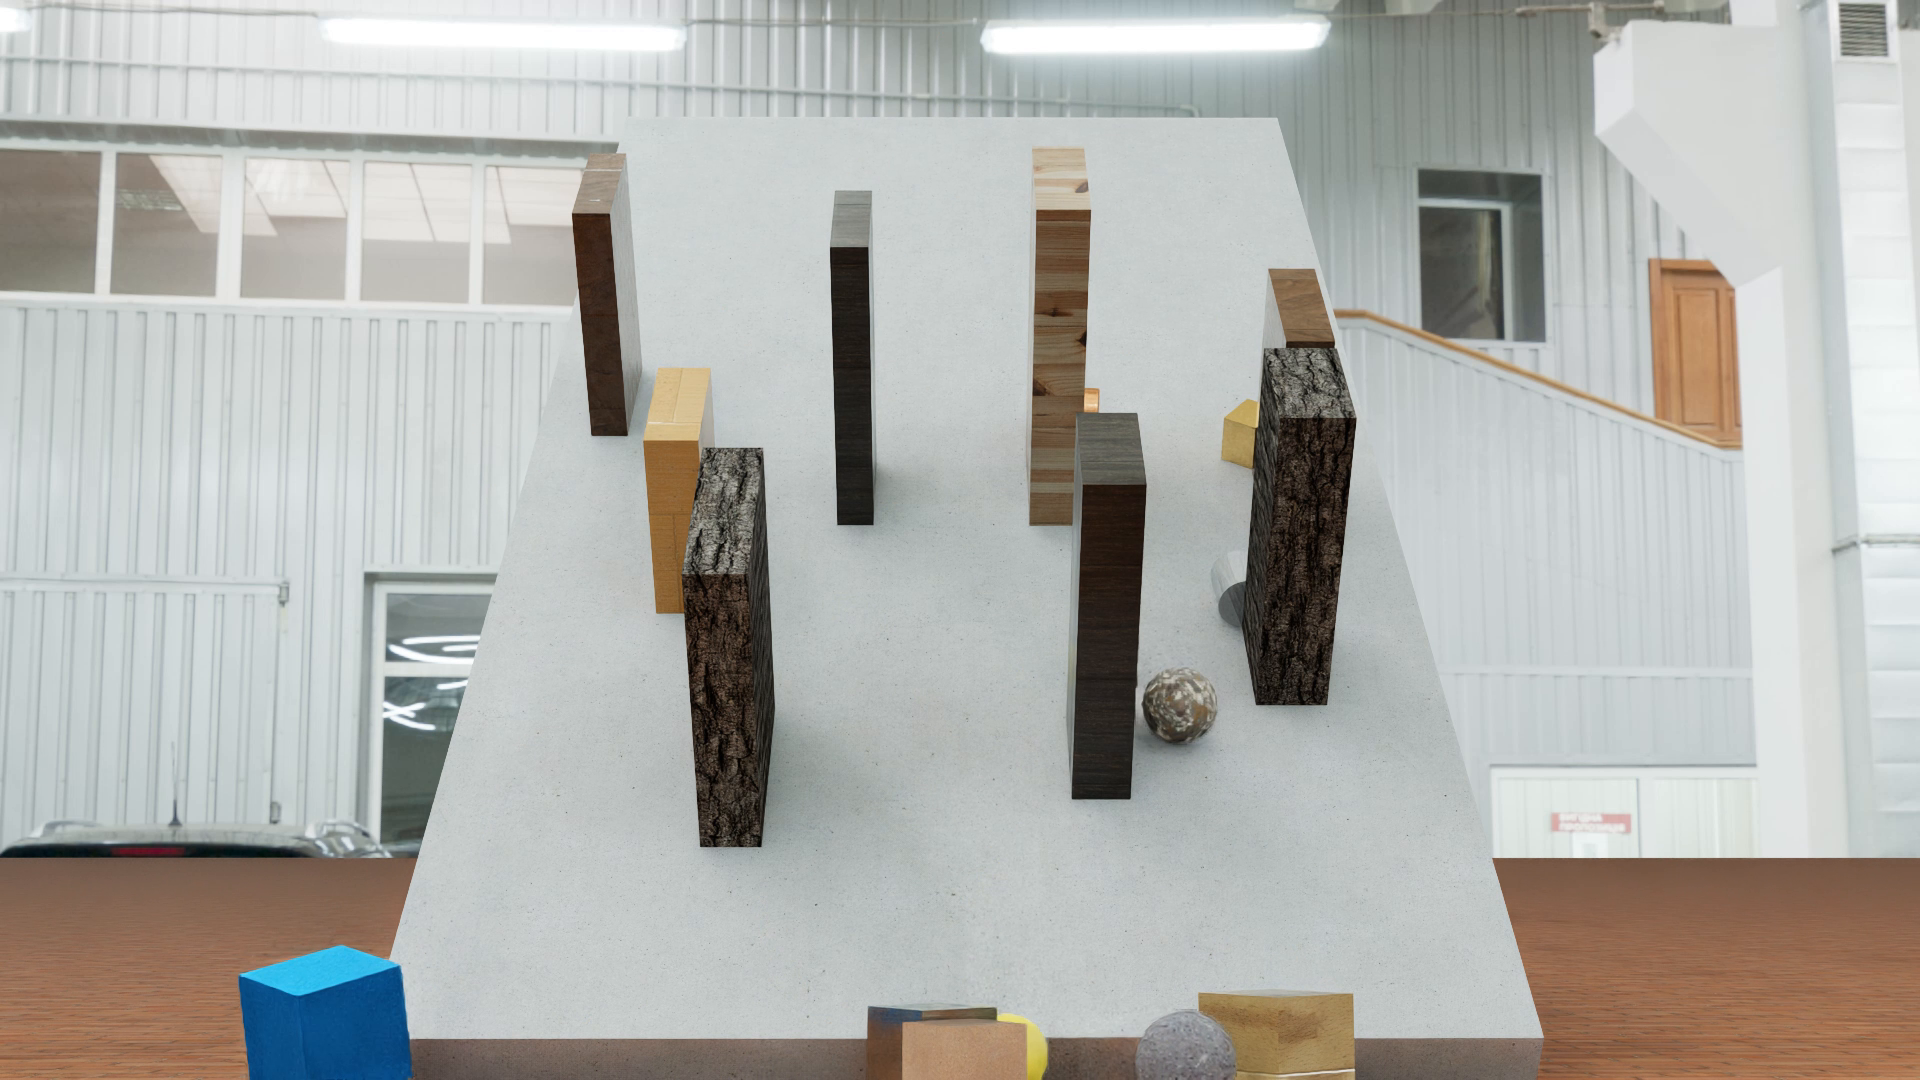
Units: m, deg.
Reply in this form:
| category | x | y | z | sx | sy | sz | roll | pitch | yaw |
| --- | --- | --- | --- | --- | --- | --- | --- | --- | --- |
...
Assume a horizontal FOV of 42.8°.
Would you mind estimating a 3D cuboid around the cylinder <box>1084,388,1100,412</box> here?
| category | x | y | z | sx | sy | sz | roll | pitch | yaw |
| --- | --- | --- | --- | --- | --- | --- | --- | --- | --- |
| cylinder | 0.263 | -0.300 | 5.849 | 0.131 | 0.131 | 0.131 | 3 | -7 | 5 |

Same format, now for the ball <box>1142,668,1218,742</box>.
| category | x | y | z | sx | sy | sz | roll | pitch | yaw |
| --- | --- | --- | --- | --- | --- | --- | --- | --- | --- |
| ball | 0.435 | 0.326 | 4.848 | 0.150 | 0.150 | 0.150 | 0 | -7 | 0 |

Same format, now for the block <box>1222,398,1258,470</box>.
| category | x | y | z | sx | sy | sz | roll | pitch | yaw |
| --- | --- | --- | --- | --- | --- | --- | --- | --- | --- |
| block | 0.696 | -0.246 | 5.784 | 0.113 | 0.113 | 0.113 | 21 | 38 | 29 |

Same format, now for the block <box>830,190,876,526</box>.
| category | x | y | z | sx | sy | sz | roll | pitch | yaw |
| --- | --- | --- | --- | --- | --- | --- | --- | --- | --- |
| block | -0.236 | -0.403 | 5.483 | 0.082 | 0.694 | 0.287 | 0 | 32 | 0 |

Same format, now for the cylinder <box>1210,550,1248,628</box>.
| category | x | y | z | sx | sy | sz | roll | pitch | yaw |
| --- | --- | --- | --- | --- | --- | --- | --- | --- | --- |
| cylinder | 0.600 | 0.104 | 5.228 | 0.118 | 0.118 | 0.118 | 1 | 32 | -5 |

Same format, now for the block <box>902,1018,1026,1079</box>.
| category | x | y | z | sx | sy | sz | roll | pitch | yaw |
| --- | --- | --- | --- | --- | --- | --- | --- | --- | --- |
| block | 0.007 | 0.798 | 3.707 | 0.134 | 0.134 | 0.134 | 5 | -9 | -36 |

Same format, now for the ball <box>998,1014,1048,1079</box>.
| category | x | y | z | sx | sy | sz | roll | pitch | yaw |
| --- | --- | --- | --- | --- | --- | --- | --- | --- | --- |
| ball | 0.078 | 0.836 | 3.985 | 0.130 | 0.130 | 0.130 | 0 | -7 | 0 |

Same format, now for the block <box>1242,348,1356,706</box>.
| category | x | y | z | sx | sy | sz | roll | pitch | yaw |
| --- | --- | --- | --- | --- | --- | --- | --- | --- | --- |
| block | 0.673 | -0.022 | 4.912 | 0.144 | 0.670 | 0.279 | 0 | 32 | 0 |

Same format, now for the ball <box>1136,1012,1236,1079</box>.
| category | x | y | z | sx | sy | sz | roll | pitch | yaw |
| --- | --- | --- | --- | --- | --- | --- | --- | --- | --- |
| ball | 0.342 | 0.790 | 3.714 | 0.151 | 0.151 | 0.151 | 0 | -7 | 0 |

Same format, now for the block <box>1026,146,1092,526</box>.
| category | x | y | z | sx | sy | sz | roll | pitch | yaw |
| --- | --- | --- | --- | --- | --- | --- | --- | --- | --- |
| block | 0.215 | -0.450 | 5.478 | 0.115 | 0.781 | 0.330 | 0 | 32 | 0 |

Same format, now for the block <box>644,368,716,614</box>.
| category | x | y | z | sx | sy | sz | roll | pitch | yaw |
| --- | --- | --- | --- | --- | --- | --- | --- | --- | --- |
| block | -0.593 | -0.107 | 5.263 | 0.113 | 0.428 | 0.312 | 0 | 32 | 0 |

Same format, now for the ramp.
| category | x | y | z | sx | sy | sz | roll | pitch | yaw |
| --- | --- | --- | --- | --- | --- | --- | --- | --- | --- |
| ramp | -0.015 | -0.185 | 5.881 | 2.000 | 0.100 | 4.000 | 0 | 32 | 0 |

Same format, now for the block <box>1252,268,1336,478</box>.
| category | x | y | z | sx | sy | sz | roll | pitch | yaw |
| --- | --- | --- | --- | --- | --- | --- | --- | --- | --- |
| block | 0.738 | -0.288 | 5.460 | 0.104 | 0.531 | 0.347 | 0 | 32 | 0 |

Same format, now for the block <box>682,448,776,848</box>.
| category | x | y | z | sx | sy | sz | roll | pitch | yaw |
| --- | --- | --- | --- | --- | --- | --- | --- | --- | --- |
| block | -0.429 | 0.200 | 4.610 | 0.115 | 0.611 | 0.436 | 0 | 32 | 0 |

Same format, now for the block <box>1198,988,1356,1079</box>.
| category | x | y | z | sx | sy | sz | roll | pitch | yaw |
| --- | --- | --- | --- | --- | --- | --- | --- | --- | --- |
| block | 0.496 | 0.797 | 3.846 | 0.171 | 0.171 | 0.171 | 6 | -9 | -39 |

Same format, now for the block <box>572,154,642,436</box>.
| category | x | y | z | sx | sy | sz | roll | pitch | yaw |
| --- | --- | --- | --- | --- | --- | --- | --- | --- | --- |
| block | -0.841 | -0.586 | 5.870 | 0.087 | 0.584 | 0.338 | 0 | 32 | 0 |

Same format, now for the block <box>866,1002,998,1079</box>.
| category | x | y | z | sx | sy | sz | roll | pitch | yaw |
| --- | --- | --- | --- | --- | --- | --- | --- | --- | --- |
| block | -0.045 | 0.815 | 3.889 | 0.147 | 0.147 | 0.147 | 5 | -9 | -37 |

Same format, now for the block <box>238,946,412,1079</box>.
| category | x | y | z | sx | sy | sz | roll | pitch | yaw |
| --- | --- | --- | --- | --- | --- | --- | --- | --- | --- |
| block | -0.993 | 0.761 | 3.842 | 0.181 | 0.181 | 0.181 | -11 | 11 | -43 |

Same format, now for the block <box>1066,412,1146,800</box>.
| category | x | y | z | sx | sy | sz | roll | pitch | yaw |
| --- | --- | --- | --- | --- | --- | --- | --- | --- | --- |
| block | 0.272 | 0.131 | 4.634 | 0.114 | 0.707 | 0.258 | 0 | 32 | 0 |
